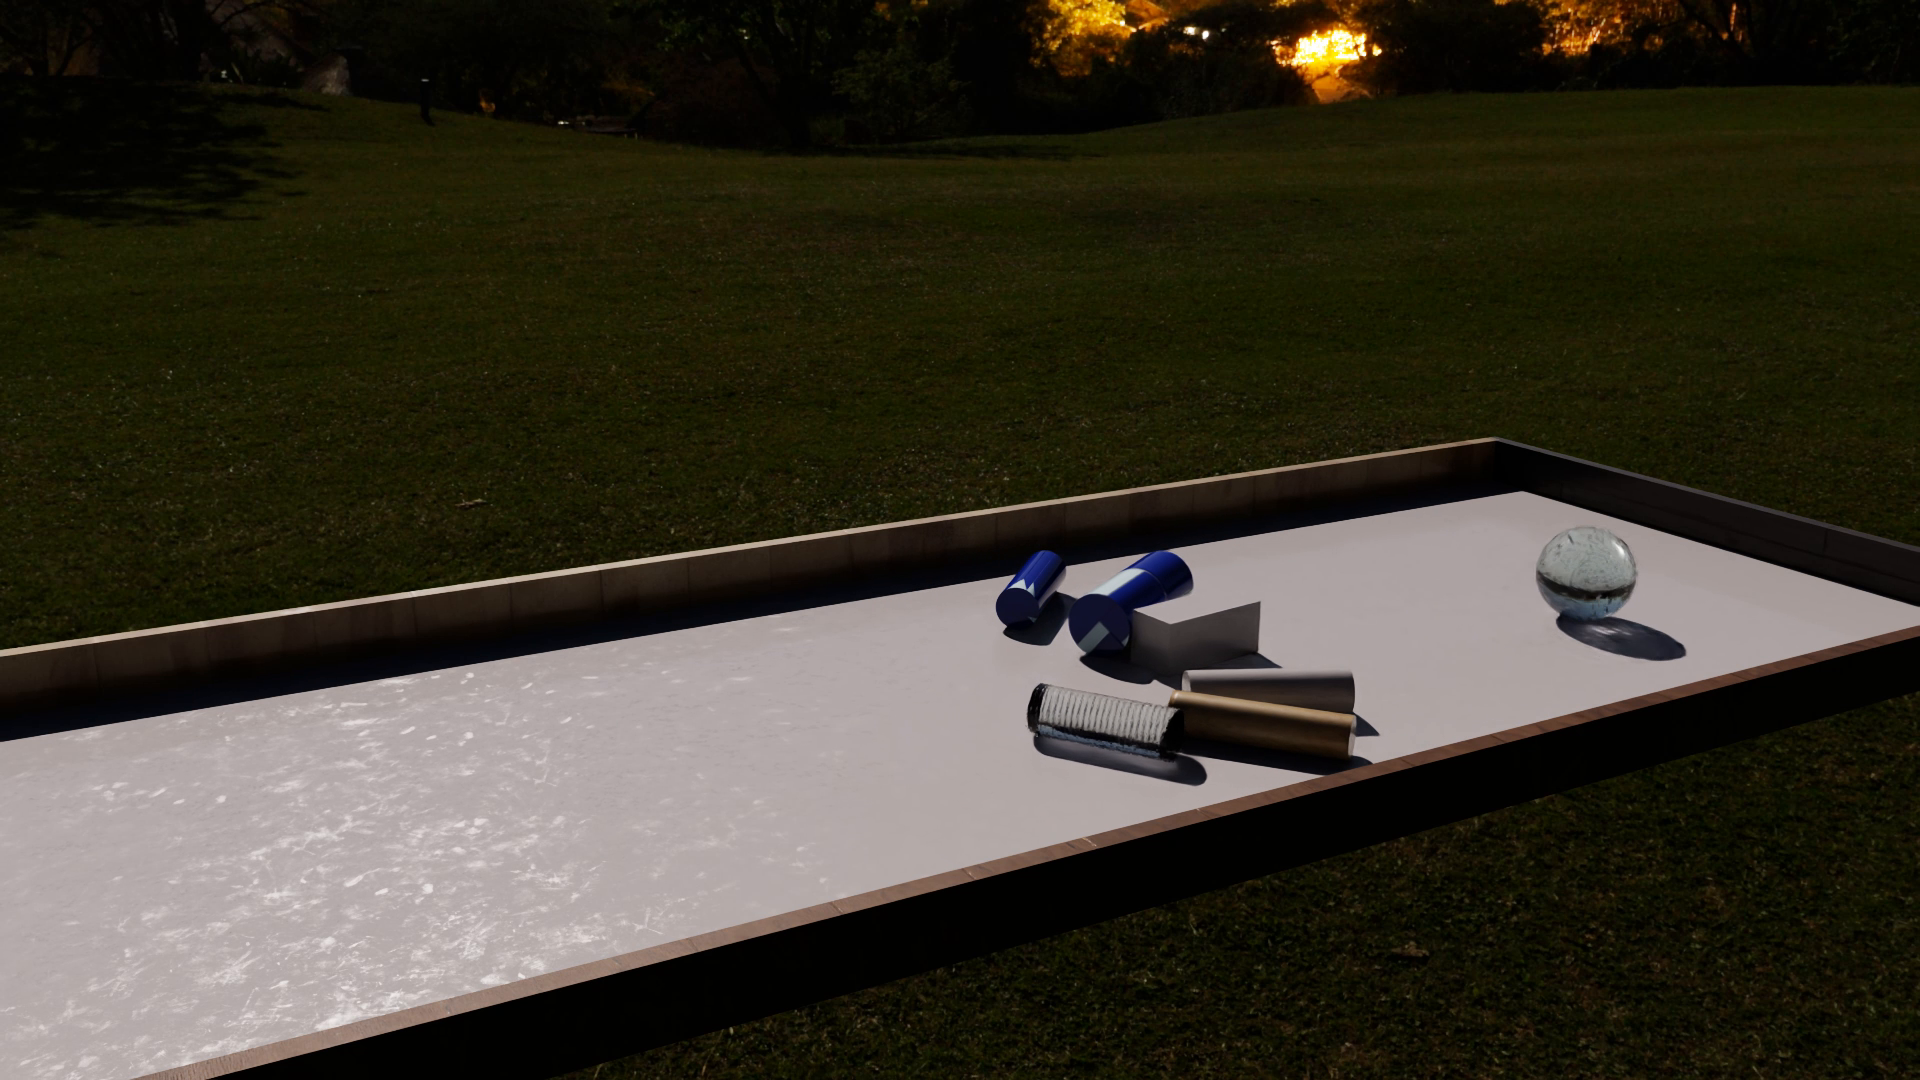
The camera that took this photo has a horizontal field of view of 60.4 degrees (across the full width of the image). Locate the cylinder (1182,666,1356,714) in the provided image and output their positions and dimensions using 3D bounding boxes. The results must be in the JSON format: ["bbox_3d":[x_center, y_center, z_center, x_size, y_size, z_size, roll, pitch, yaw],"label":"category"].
[{"bbox_3d":[0.731,0.362,3.921,0.389,0.114,0.114,-1,16,-3],"label":"cylinder"}]

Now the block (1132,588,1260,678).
[{"bbox_3d":[0.615,0.237,4.294,0.318,0.143,0.143,-11,20,-34],"label":"block"}]

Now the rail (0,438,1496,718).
[{"bbox_3d":[-3.305,0.497,3.399,12.000,0.150,0.050,-9,18,-27],"label":"rail"}]

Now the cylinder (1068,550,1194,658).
[{"bbox_3d":[0.468,0.169,4.470,0.175,0.175,0.441,9,19,28],"label":"cylinder"}]

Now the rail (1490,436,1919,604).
[{"bbox_3d":[2.466,-0.048,5.253,0.050,0.150,2.100,-9,18,-27],"label":"rail"}]

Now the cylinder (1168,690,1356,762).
[{"bbox_3d":[0.683,0.419,3.745,0.411,0.104,0.104,7,18,21],"label":"cylinder"}]

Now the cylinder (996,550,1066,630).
[{"bbox_3d":[0.204,0.138,4.669,0.122,0.122,0.360,4,17,15],"label":"cylinder"}]

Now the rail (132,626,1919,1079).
[{"bbox_3d":[-2.336,1.006,1.665,12.000,0.150,0.050,-9,18,-27],"label":"rail"}]

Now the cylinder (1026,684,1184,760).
[{"bbox_3d":[0.330,0.412,3.745,0.339,0.116,0.116,8,18,26],"label":"cylinder"}]

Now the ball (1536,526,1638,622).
[{"bbox_3d":[1.733,0.094,4.568,0.264,0.264,0.264,0,16,0],"label":"ball"}]
